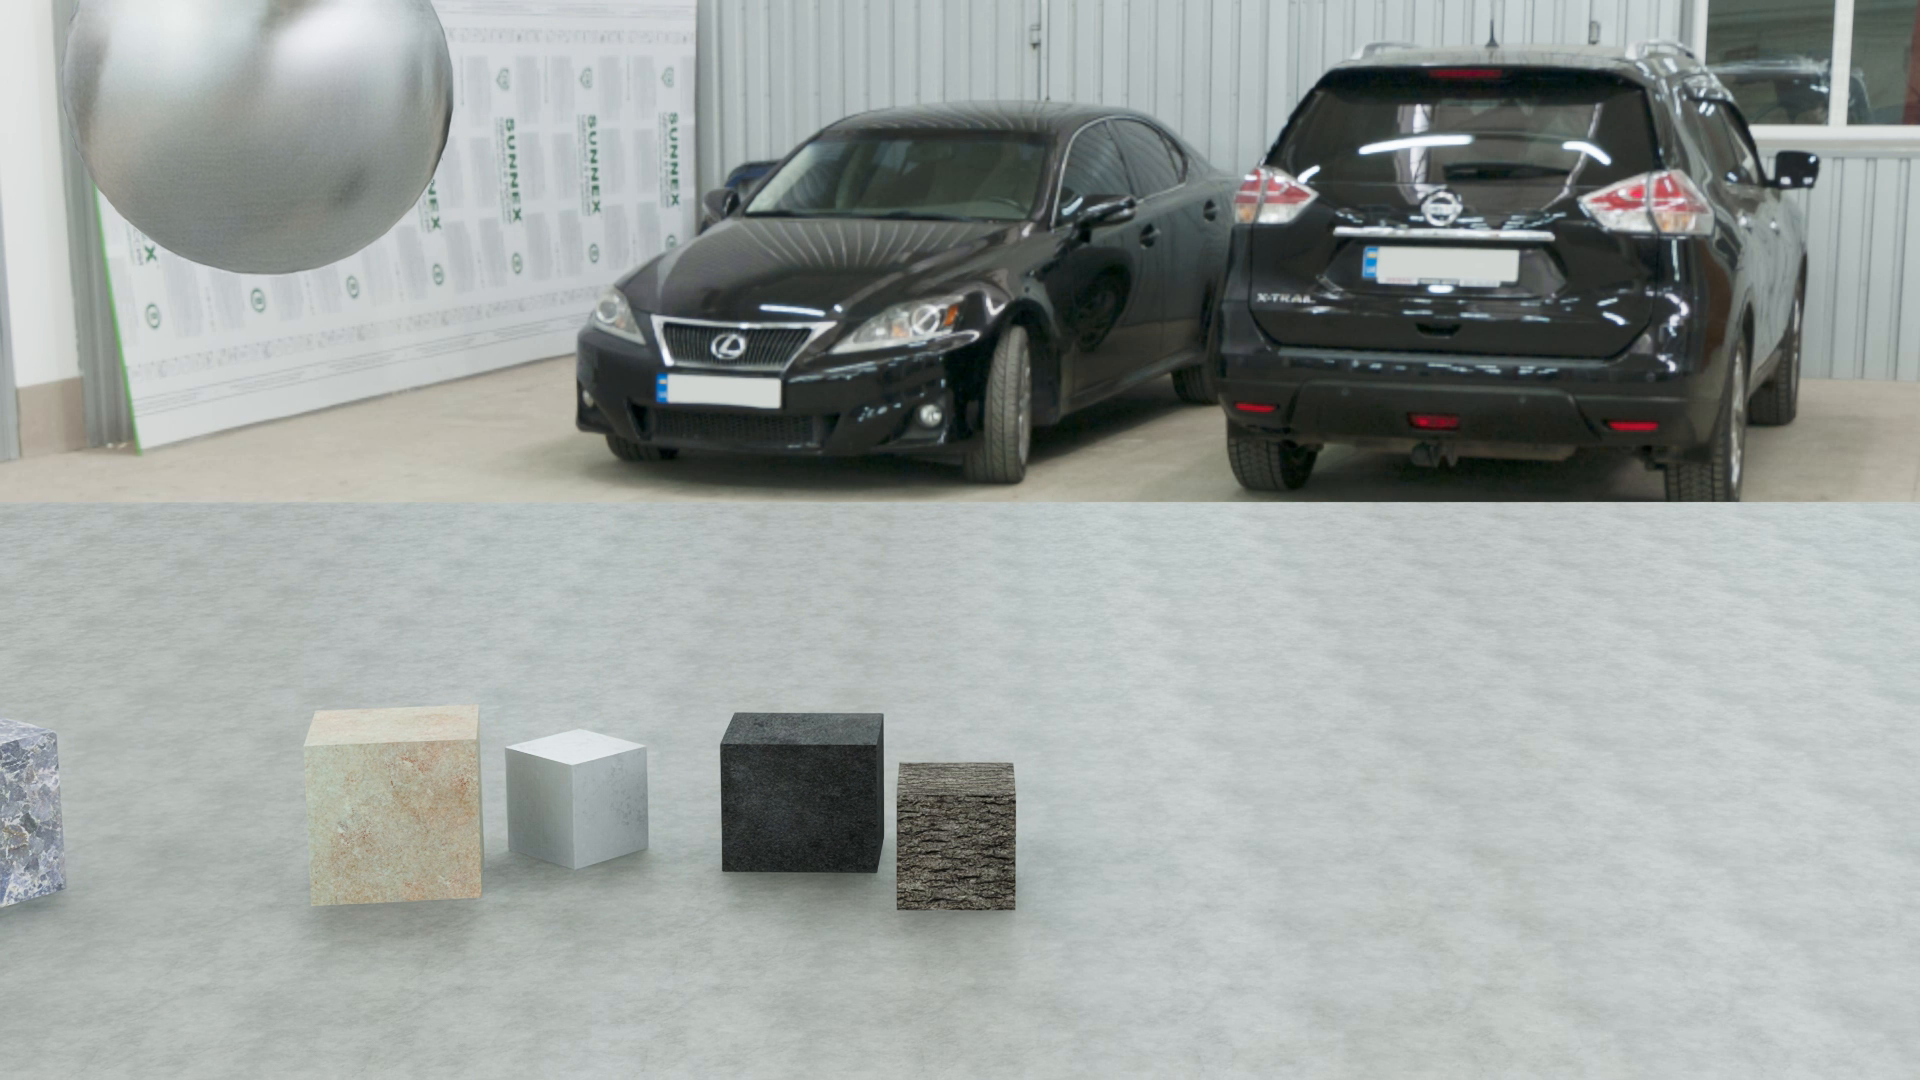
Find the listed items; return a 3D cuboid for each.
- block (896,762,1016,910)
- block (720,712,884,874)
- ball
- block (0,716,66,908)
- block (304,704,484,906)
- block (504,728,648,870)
[{"bbox_3d":[-0.016,1.278,11.118,0.505,0.507,0.523,0,10,0],"label":"block"},{"bbox_3d":[-0.707,1.140,11.652,0.691,0.588,0.570,0,10,2],"label":"block"},{"bbox_3d":[-2.951,-1.921,10.831,1.600,1.600,1.600,0,10,0],"label":"ball"},{"bbox_3d":[-4.349,1.190,11.039,0.600,0.710,0.697,8,13,37],"label":"block"},{"bbox_3d":[-2.469,1.152,11.256,0.717,0.705,0.617,-2,10,-9],"label":"block"},{"bbox_3d":[-1.751,1.178,11.738,0.469,0.482,0.441,9,14,41],"label":"block"}]
